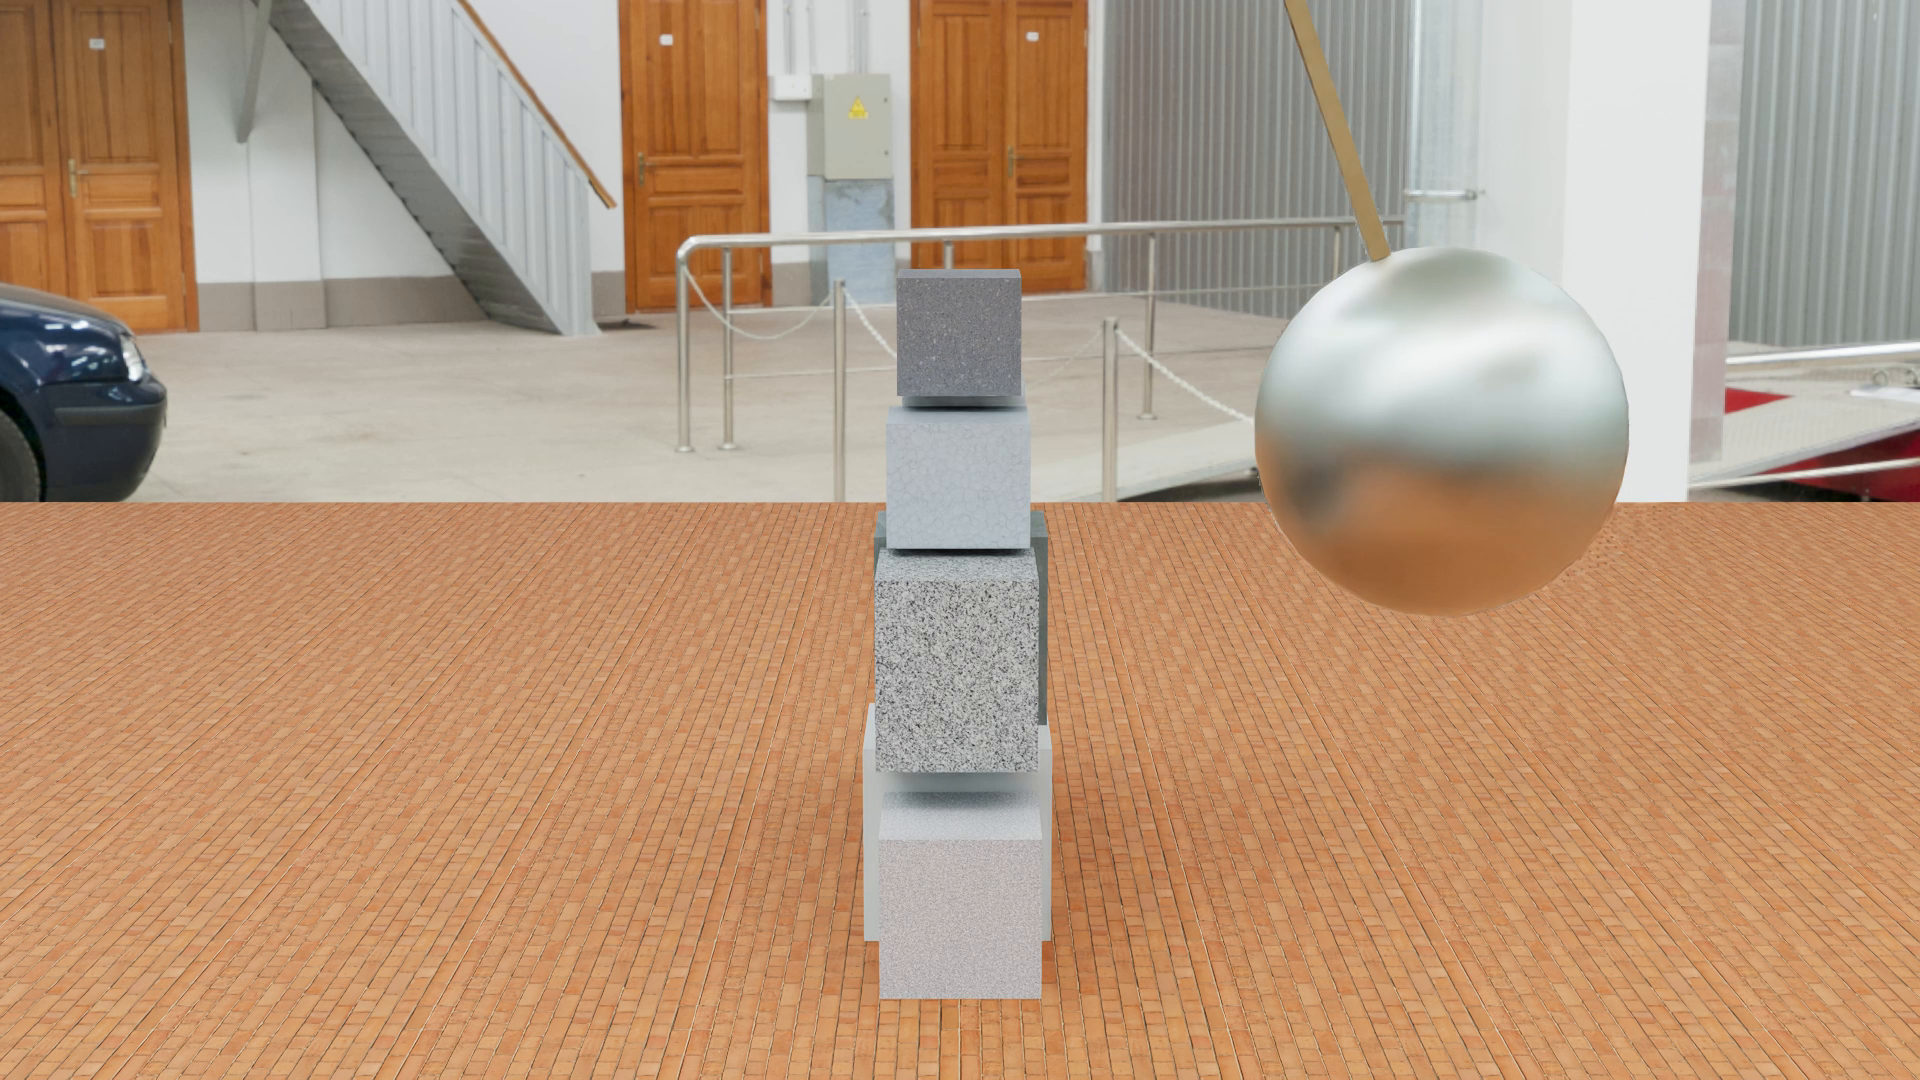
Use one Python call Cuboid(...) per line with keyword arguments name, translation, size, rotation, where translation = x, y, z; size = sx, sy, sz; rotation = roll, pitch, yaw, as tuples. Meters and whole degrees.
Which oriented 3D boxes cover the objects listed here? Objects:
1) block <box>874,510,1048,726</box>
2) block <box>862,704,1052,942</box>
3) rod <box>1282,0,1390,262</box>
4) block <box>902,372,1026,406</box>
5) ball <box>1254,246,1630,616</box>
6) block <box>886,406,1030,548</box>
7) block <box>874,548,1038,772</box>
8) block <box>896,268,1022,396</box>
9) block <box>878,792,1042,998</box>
Cuboid(name="block", translation=(0.004, 0.324, 11.006), size=(0.721, 0.801, 0.657), rotation=(0, 10, 0))
Cuboid(name="block", translation=(-0.010, 1.176, 10.827), size=(0.767, 0.812, 0.772), rotation=(0, 10, 0))
Cuboid(name="rod", translation=(0.899, -3.607, 10.524), size=(0.080, 5.200, 0.080), rotation=(-20, 10, 4))
Cuboid(name="block", translation=(0.018, -0.407, 11.168), size=(0.527, 0.579, 0.606), rotation=(0, 10, 0))
Cuboid(name="ball", translation=(2.074, -0.469, 11.095), size=(1.600, 1.600, 1.600), rotation=(0, 10, 0))
Cuboid(name="block", translation=(-0.006, -0.266, 10.592), size=(0.580, 0.507, 0.558), rotation=(0, 10, 0))
Cuboid(name="block", translation=(-0.013, 0.468, 10.320), size=(0.634, 0.762, 0.724), rotation=(0, 10, 0))
Cuboid(name="block", translation=(-0.004, -0.877, 10.779), size=(0.511, 0.485, 0.494), rotation=(0, 10, 0))
Cuboid(name="block", translation=(0.002, 1.393, 10.130), size=(0.622, 0.635, 0.657), rotation=(0, 10, 0))
